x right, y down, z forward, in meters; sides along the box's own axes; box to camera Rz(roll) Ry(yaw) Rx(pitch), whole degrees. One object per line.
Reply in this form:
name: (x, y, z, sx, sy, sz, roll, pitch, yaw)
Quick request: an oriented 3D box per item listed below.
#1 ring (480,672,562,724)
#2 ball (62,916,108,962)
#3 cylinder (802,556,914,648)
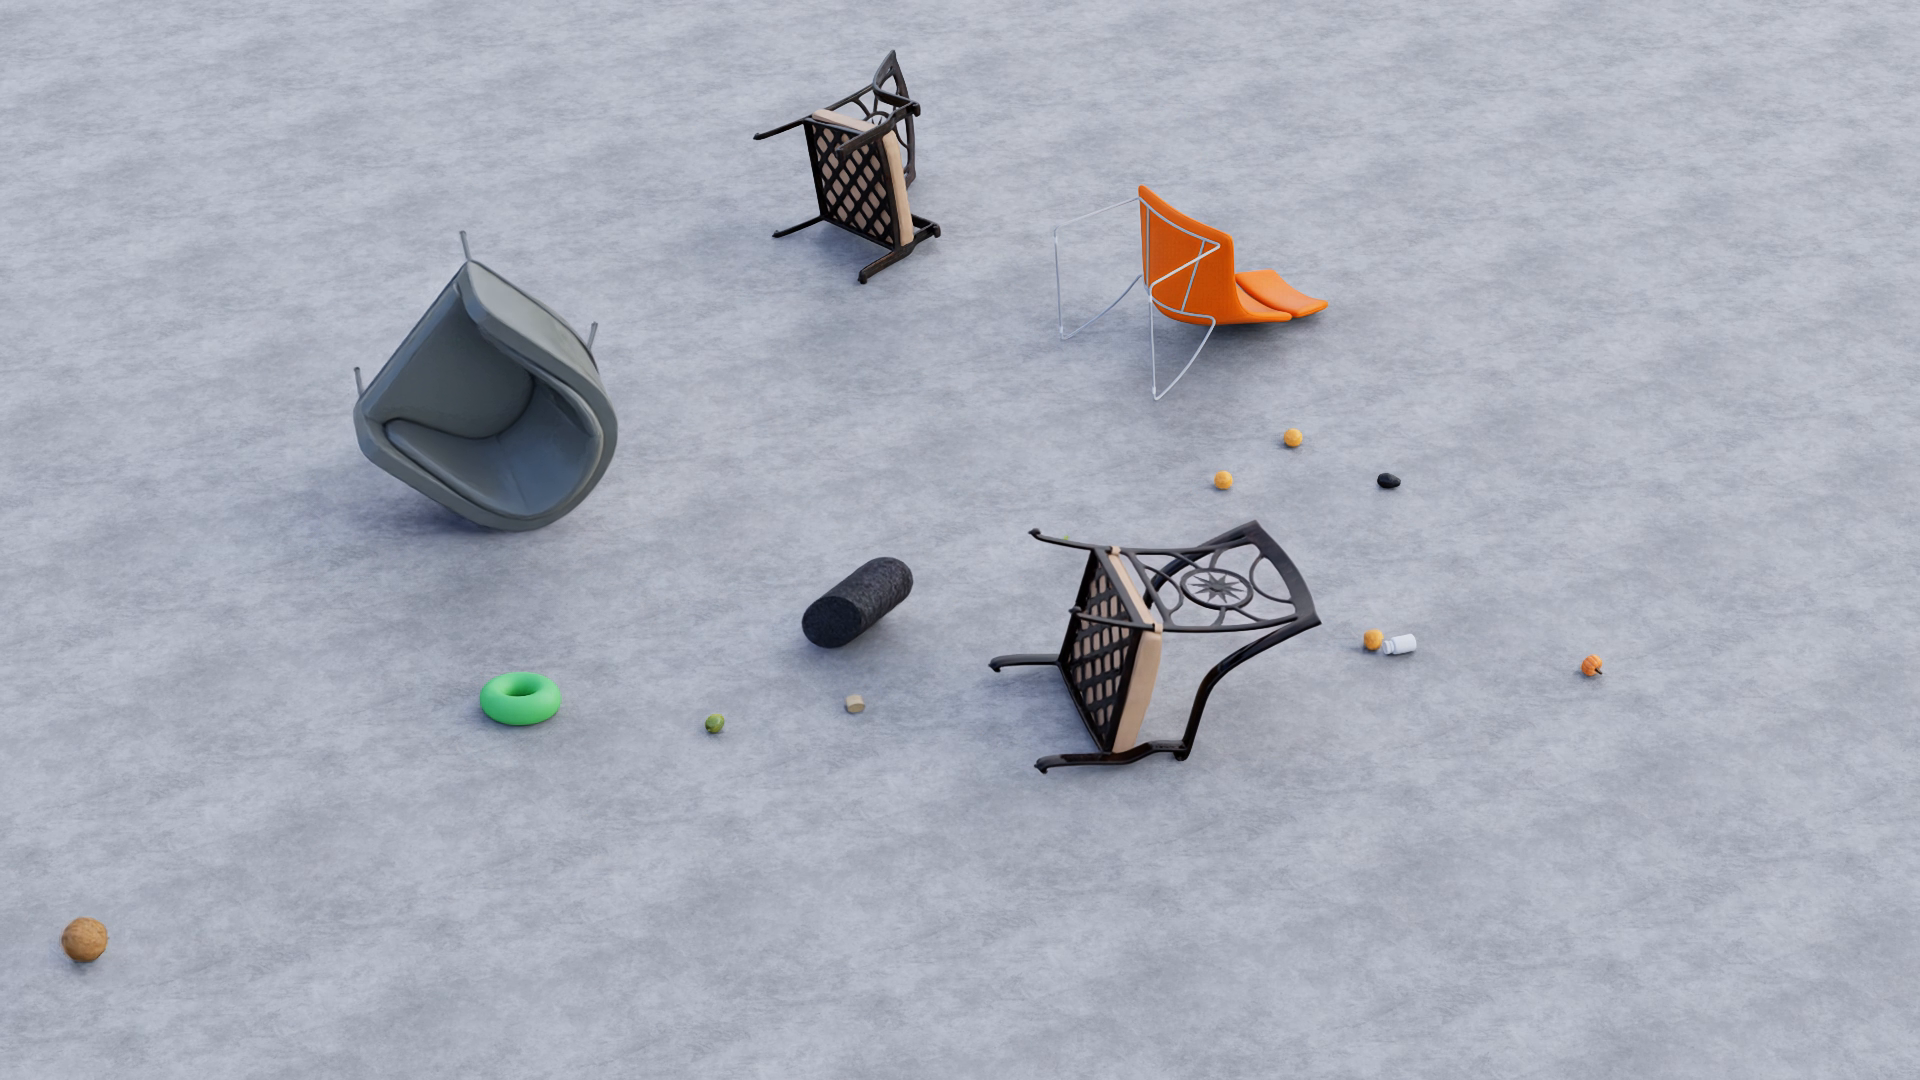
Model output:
ring: (-1.503, 0.542, 10.025, 0.282, 0.109, 0.220, 3, 32, 6)
ball: (-2.675, 1.221, 8.967, 0.136, 0.136, 0.136, 0, 33, 0)
cylinder: (-0.363, 0.220, 10.378, 0.320, 0.186, 0.304, -28, 7, 47)
